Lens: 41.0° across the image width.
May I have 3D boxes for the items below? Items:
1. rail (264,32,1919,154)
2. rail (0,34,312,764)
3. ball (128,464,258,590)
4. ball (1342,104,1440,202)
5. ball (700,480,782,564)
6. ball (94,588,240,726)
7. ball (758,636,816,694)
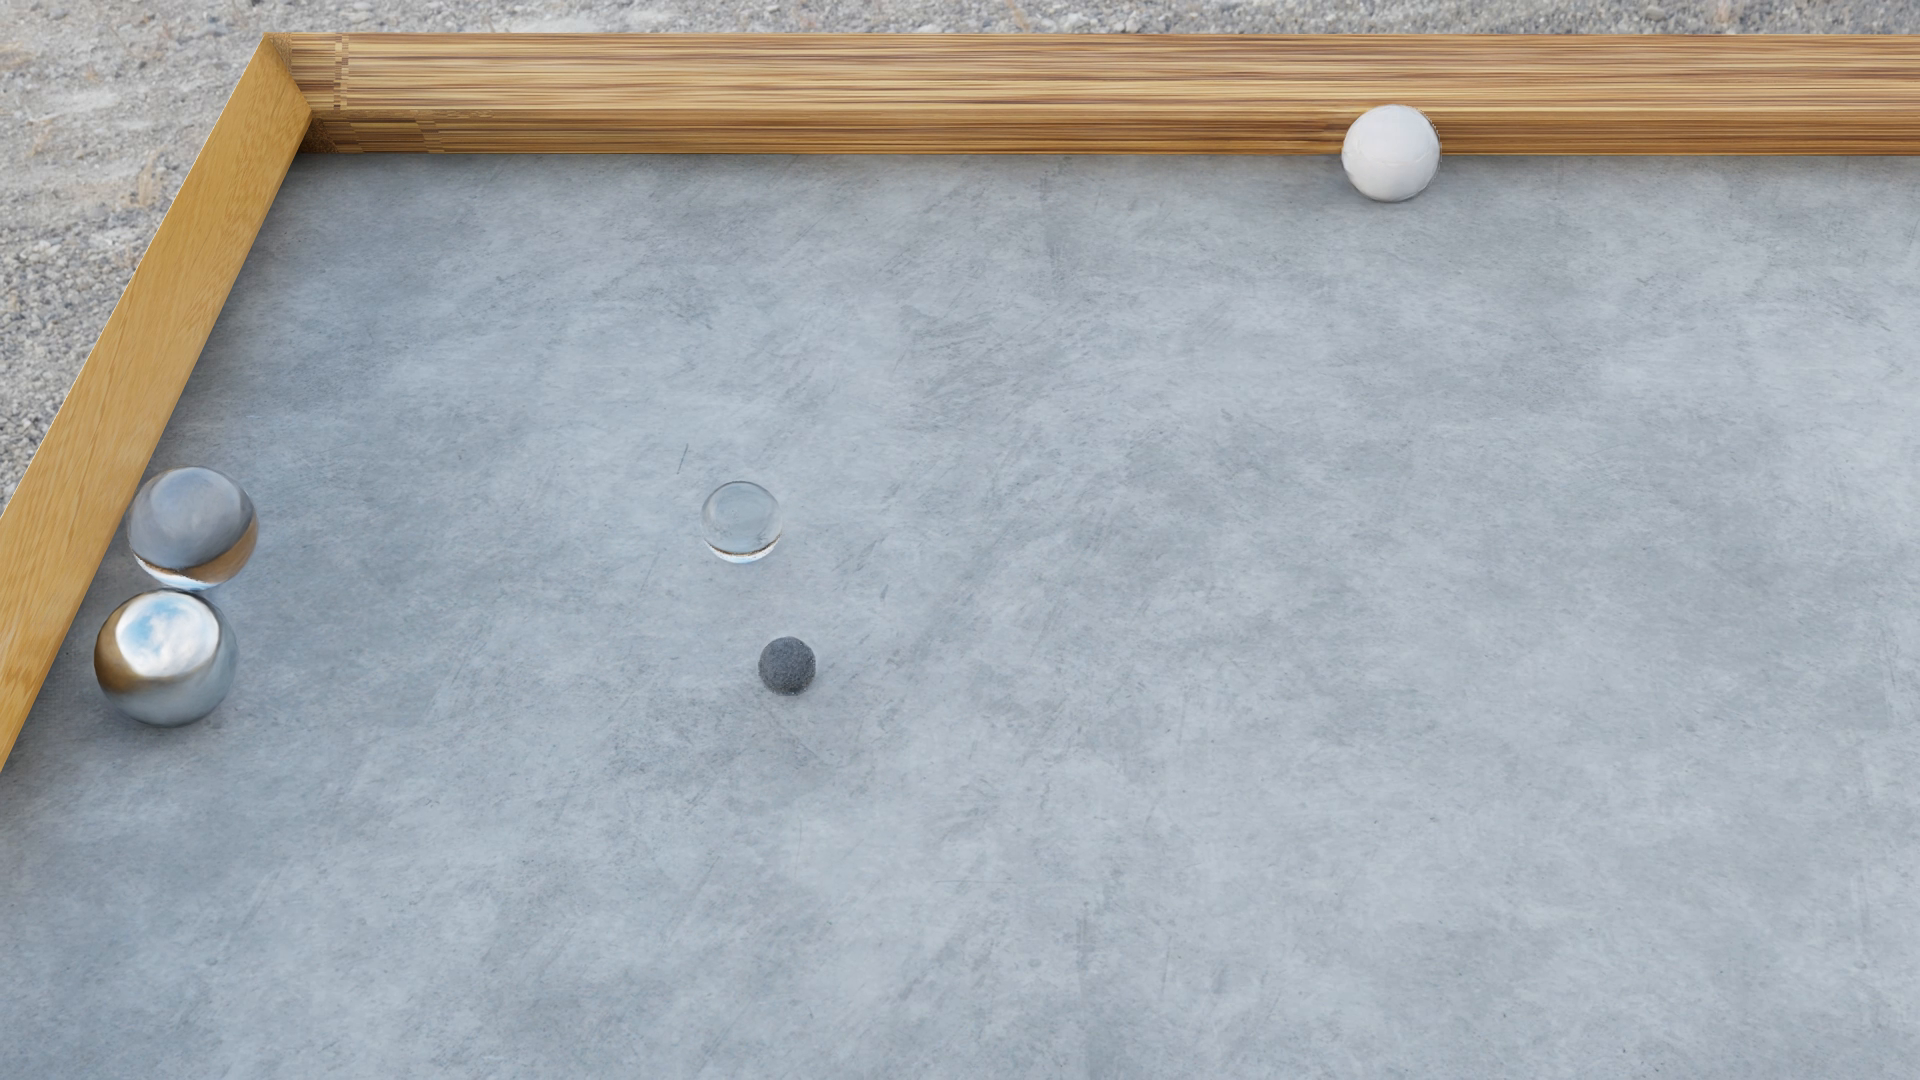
[{"bbox_3d":[0.651,-0.406,2.394,2.594,0.122,0.045,0,35,0],"label":"rail"},{"bbox_3d":[-0.625,-0.021,1.845,0.045,0.122,1.397,0,35,0],"label":"rail"},{"bbox_3d":[-0.555,-0.009,1.856,0.091,0.091,0.091,0,35,0],"label":"ball"},{"bbox_3d":[0.395,-0.355,2.353,0.088,0.088,0.088,0,35,0],"label":"ball"},{"bbox_3d":[-0.161,-0.013,1.888,0.061,0.061,0.061,0,35,0],"label":"ball"},{"bbox_3d":[-0.534,0.079,1.728,0.094,0.094,0.094,0,35,0],"label":"ball"},{"bbox_3d":[-0.119,0.086,1.765,0.040,0.040,0.040,0,35,0],"label":"ball"}]
